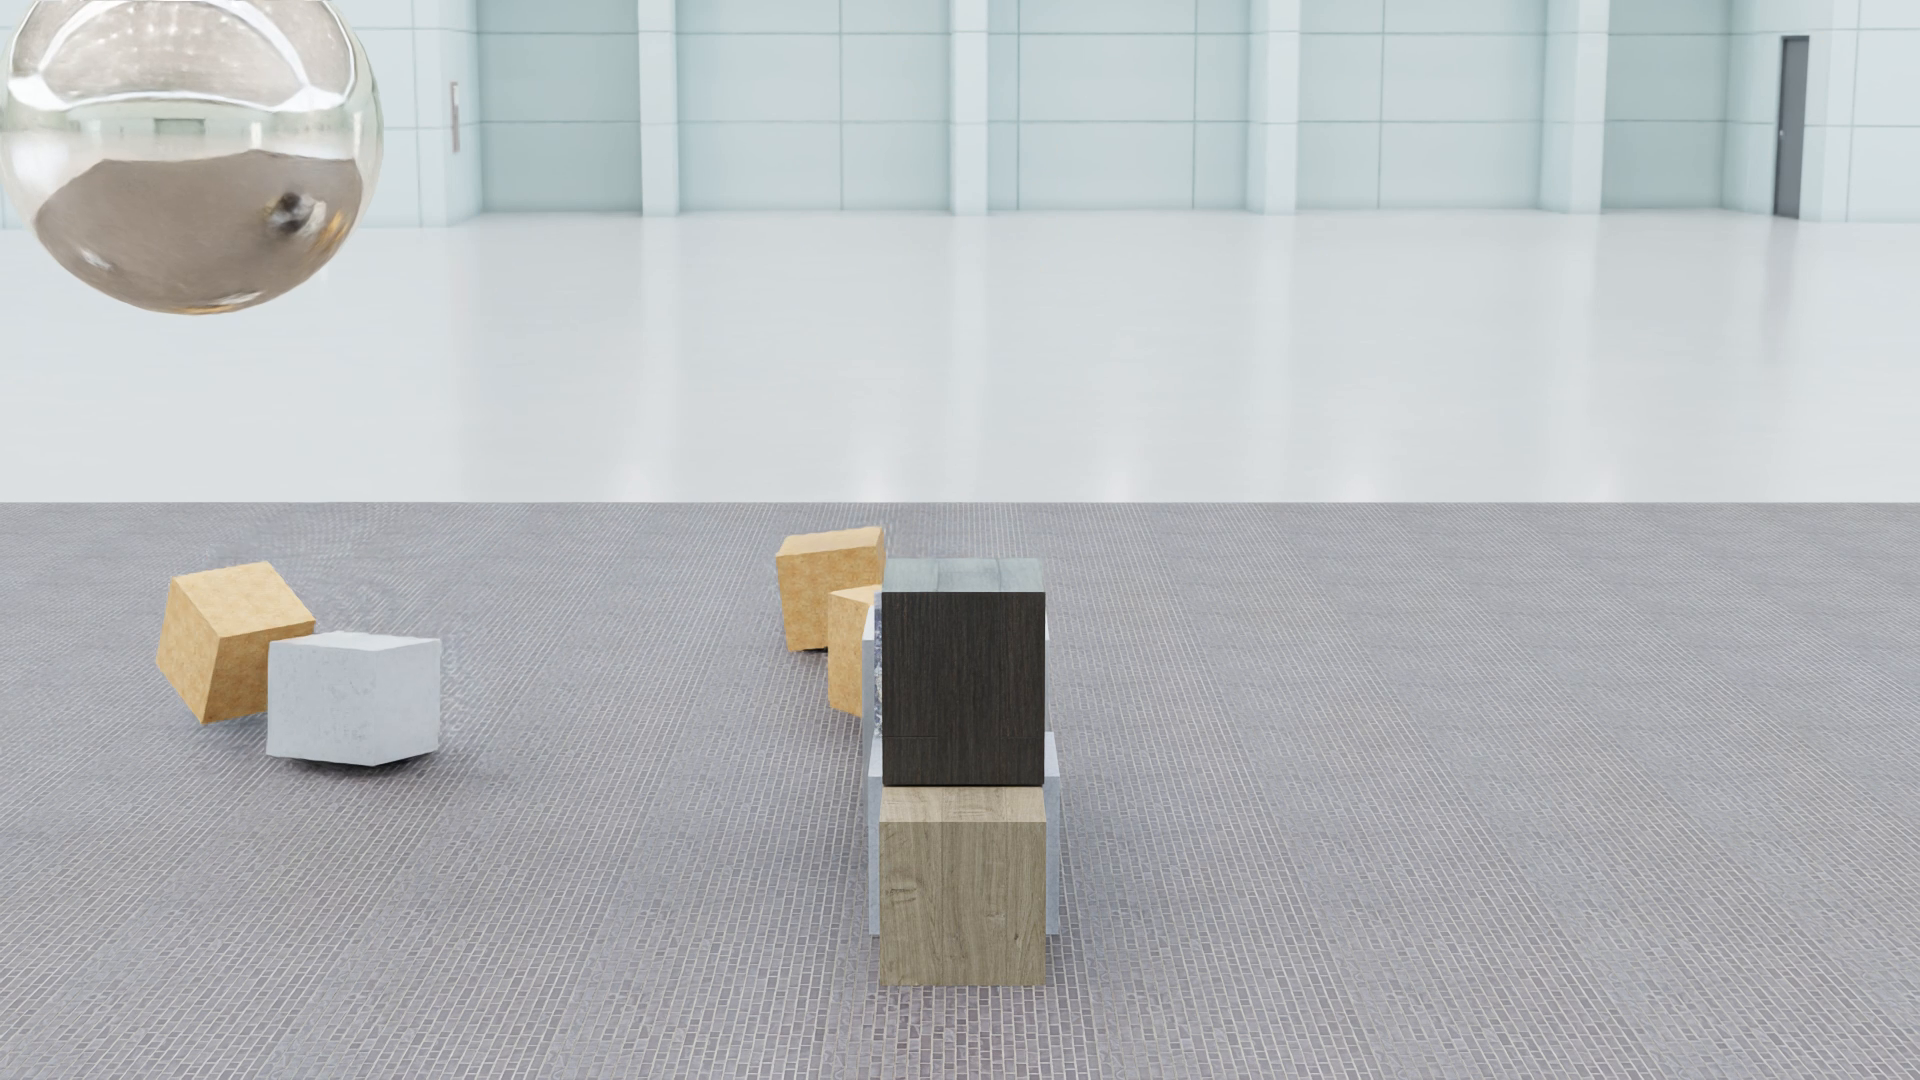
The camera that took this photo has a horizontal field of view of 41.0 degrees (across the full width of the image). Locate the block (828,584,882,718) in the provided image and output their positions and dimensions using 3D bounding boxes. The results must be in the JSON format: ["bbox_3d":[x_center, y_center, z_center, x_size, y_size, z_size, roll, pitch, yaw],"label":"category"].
[{"bbox_3d":[-0.205,0.621,14.301,0.783,0.658,0.721,-8,13,-38],"label":"block"}]

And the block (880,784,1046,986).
[{"bbox_3d":[0.010,1.359,10.240,0.645,0.662,0.594,0,10,0],"label":"block"}]

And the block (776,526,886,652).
[{"bbox_3d":[-0.779,0.297,16.071,0.617,0.599,0.701,-6,10,3],"label":"block"}]

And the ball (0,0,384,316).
[{"bbox_3d":[-3.255,-1.749,10.862,1.600,1.600,1.600,0,10,0],"label":"ball"}]

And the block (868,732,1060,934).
[{"bbox_3d":[0.016,1.233,10.897,0.784,0.675,0.722,0,10,0],"label":"block"}]

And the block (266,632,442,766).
[{"bbox_3d":[-3.131,0.811,13.280,0.630,0.584,0.623,4,4,19],"label":"block"}]

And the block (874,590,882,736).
[{"bbox_3d":[-0.080,0.537,11.373,0.599,0.554,0.617,0,6,-2],"label":"block"}]

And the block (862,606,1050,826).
[{"bbox_3d":[-0.017,0.839,12.432,0.875,0.901,0.779,0,10,1],"label":"block"}]

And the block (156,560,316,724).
[{"bbox_3d":[-3.937,0.551,13.937,0.563,0.590,0.551,-11,43,-43],"label":"block"}]

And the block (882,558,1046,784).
[{"bbox_3d":[0.014,0.532,10.652,0.655,0.792,0.726,0,10,0],"label":"block"}]
